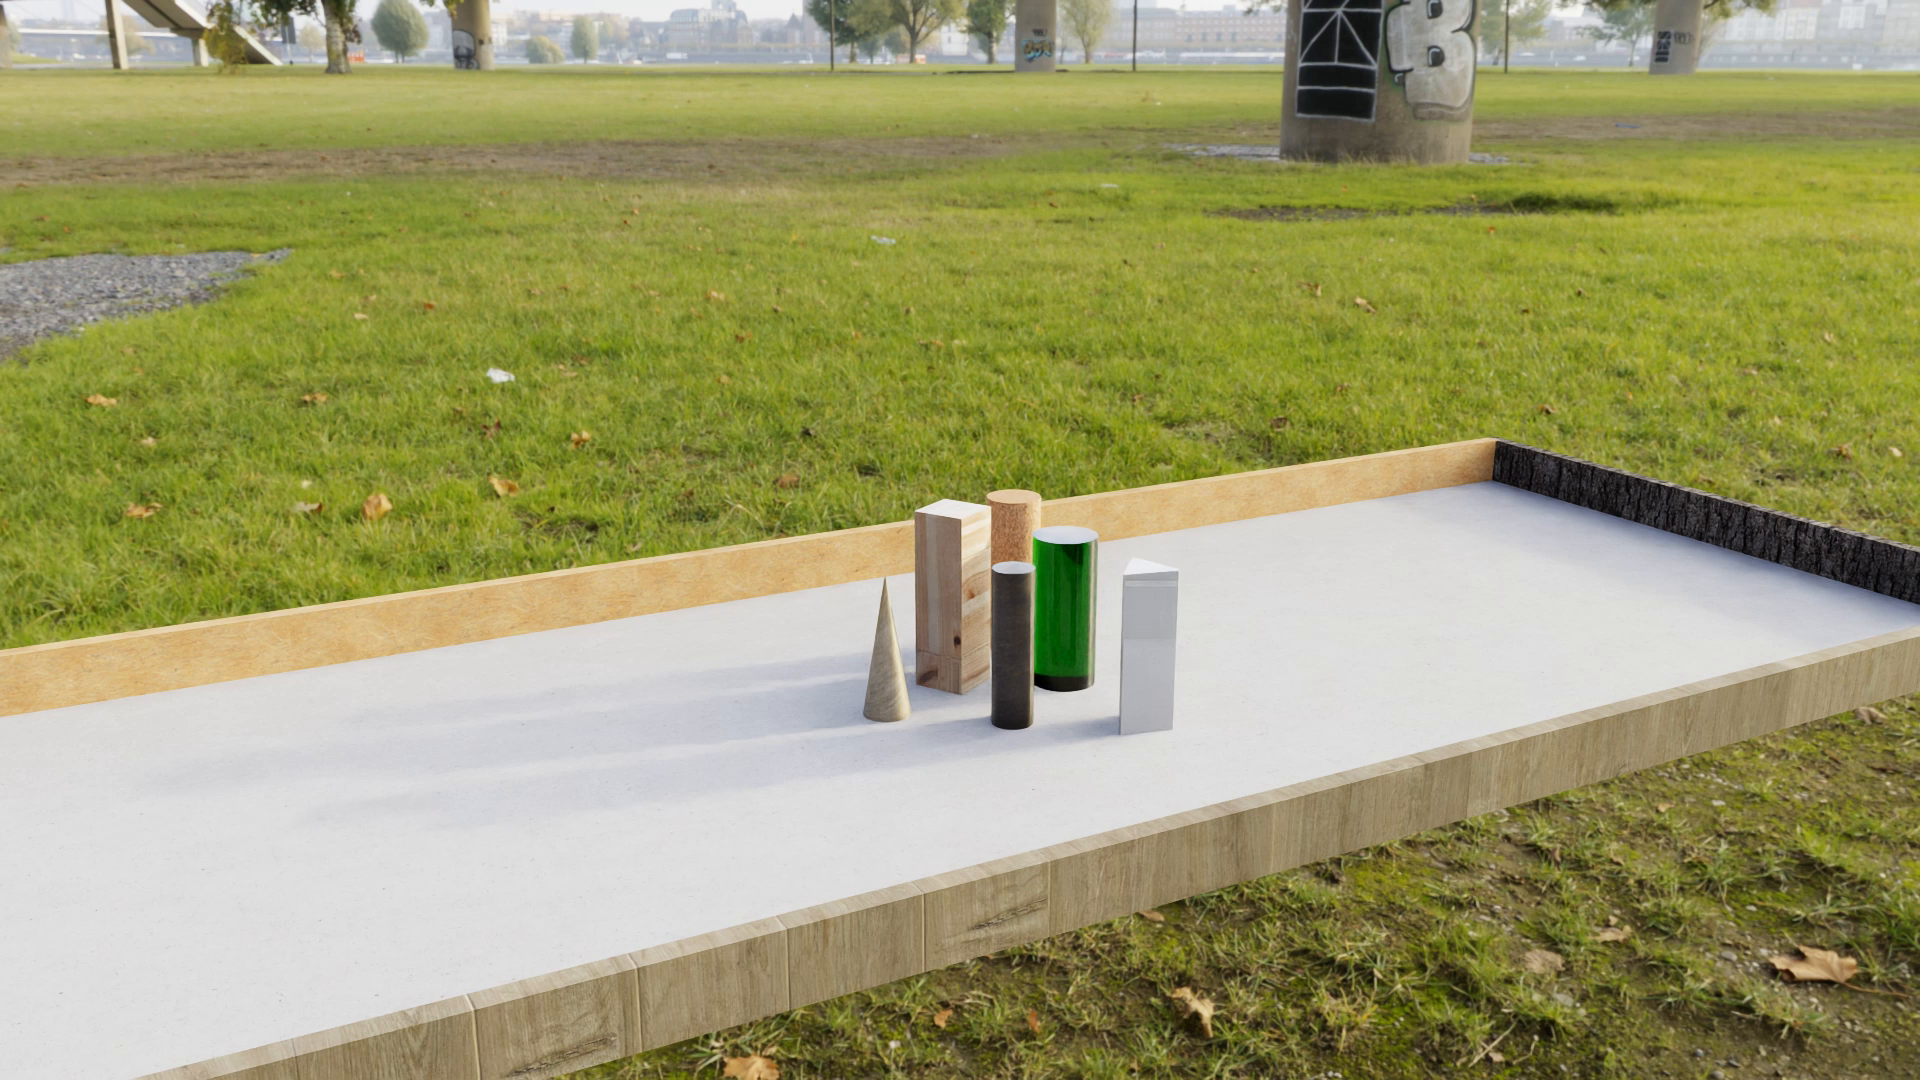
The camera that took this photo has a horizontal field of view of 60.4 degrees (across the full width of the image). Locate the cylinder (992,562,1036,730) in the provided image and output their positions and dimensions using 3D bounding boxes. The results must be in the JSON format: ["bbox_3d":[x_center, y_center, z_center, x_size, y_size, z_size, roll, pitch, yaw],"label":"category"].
[{"bbox_3d":[0.124,0.246,3.841,0.100,0.381,0.100,0,16,0],"label":"cylinder"}]

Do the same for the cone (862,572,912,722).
[{"bbox_3d":[-0.174,0.243,3.895,0.116,0.356,0.116,0,16,0],"label":"cone"}]

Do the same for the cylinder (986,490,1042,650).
[{"bbox_3d":[0.140,0.083,4.347,0.142,0.409,0.142,0,16,0],"label":"cylinder"}]

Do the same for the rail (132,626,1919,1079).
[{"bbox_3d":[-2.336,1.006,1.665,12.000,0.150,0.050,-9,18,-27],"label":"rail"}]

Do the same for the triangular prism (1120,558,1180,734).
[{"bbox_3d":[0.419,0.244,3.834,0.134,0.390,0.116,-4,17,-14],"label":"triangular prism"}]

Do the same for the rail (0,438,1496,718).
[{"bbox_3d":[-3.305,0.497,3.399,12.000,0.150,0.050,-9,18,-27],"label":"rail"}]

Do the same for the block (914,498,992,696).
[{"bbox_3d":[-0.017,0.140,4.082,0.135,0.450,0.135,10,19,31],"label":"block"}]

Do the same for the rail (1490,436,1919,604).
[{"bbox_3d":[2.466,-0.048,5.253,0.050,0.150,2.100,-9,18,-27],"label":"rail"}]

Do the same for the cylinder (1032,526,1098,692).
[{"bbox_3d":[0.259,0.170,4.100,0.161,0.381,0.161,0,16,0],"label":"cylinder"}]
